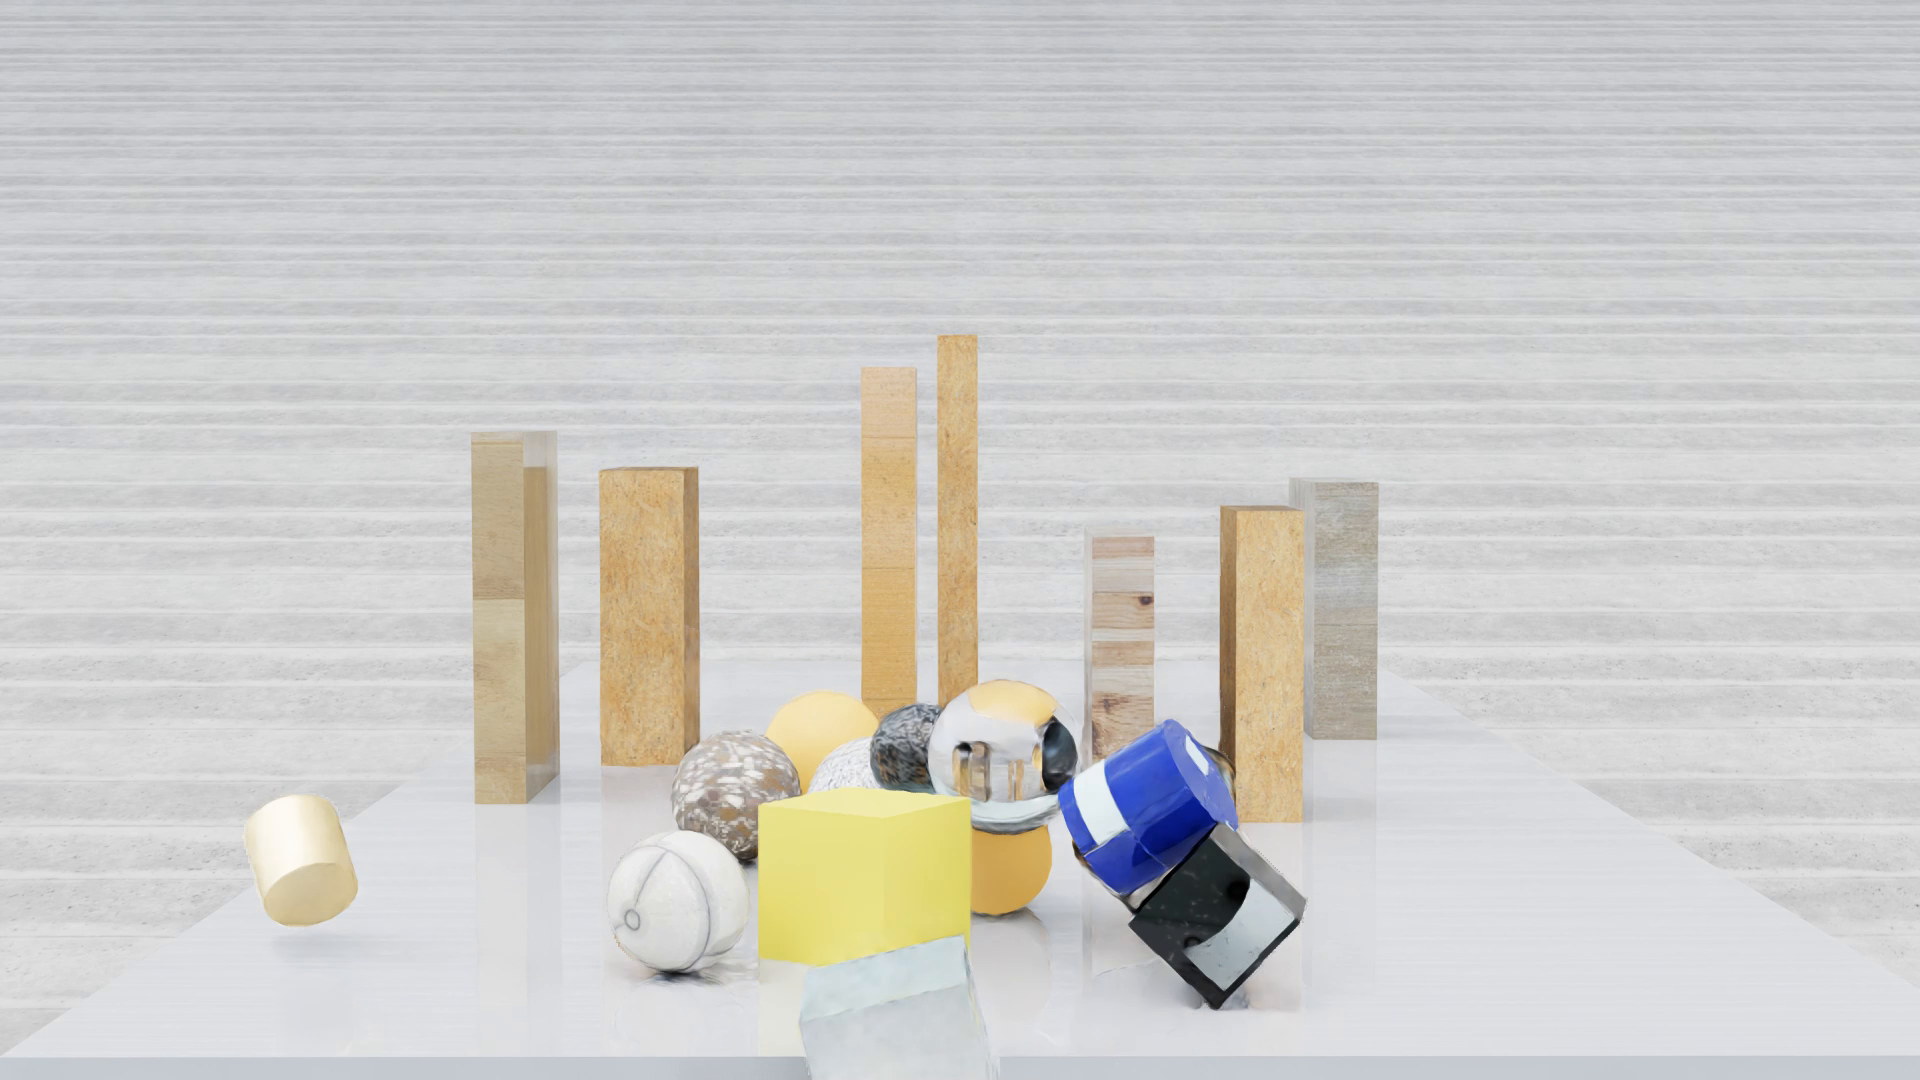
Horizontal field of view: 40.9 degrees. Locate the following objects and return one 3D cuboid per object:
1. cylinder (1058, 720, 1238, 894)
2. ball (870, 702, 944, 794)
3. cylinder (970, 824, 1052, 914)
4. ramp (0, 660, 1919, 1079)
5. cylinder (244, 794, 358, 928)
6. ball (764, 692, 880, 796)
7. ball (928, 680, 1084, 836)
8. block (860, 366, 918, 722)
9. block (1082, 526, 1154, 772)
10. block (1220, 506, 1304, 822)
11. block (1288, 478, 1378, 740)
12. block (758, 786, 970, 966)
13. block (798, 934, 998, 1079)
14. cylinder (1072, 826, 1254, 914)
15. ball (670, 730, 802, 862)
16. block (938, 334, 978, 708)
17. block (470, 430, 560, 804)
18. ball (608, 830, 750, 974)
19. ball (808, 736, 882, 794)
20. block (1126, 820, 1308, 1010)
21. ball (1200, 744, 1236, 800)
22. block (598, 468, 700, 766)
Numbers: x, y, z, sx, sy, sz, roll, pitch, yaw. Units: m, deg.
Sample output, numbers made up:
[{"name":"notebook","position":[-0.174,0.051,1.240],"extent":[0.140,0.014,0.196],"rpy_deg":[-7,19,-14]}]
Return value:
[{"name":"cylinder","position":[0.214,0.303,2.921],"extent":[0.146,0.146,0.146],"rpy_deg":[-34,15,17]},{"name":"ball","position":[-0.051,0.282,3.378],"extent":[0.136,0.136,0.136],"rpy_deg":[0,22,0]},{"name":"cylinder","position":[0.043,0.394,3.293],"extent":[0.148,0.148,0.148],"rpy_deg":[0,1,0]},{"name":"ramp","position":[0.051,0.458,4.533],"extent":[2.000,0.100,4.000],"rpy_deg":[0,3,0]},{"name":"cylinder","position":[-0.778,0.379,3.036],"extent":[0.110,0.110,0.110],"rpy_deg":[-9,45,-22]},{"name":"ball","position":[-0.210,0.335,4.006],"extent":[0.199,0.199,0.199],"rpy_deg":[0,22,0]},{"name":"ball","position":[0.055,0.265,3.141],"extent":[0.190,0.190,0.190],"rpy_deg":[0,22,0]},{"name":"block","position":[-0.137,0.022,5.056],"extent":[0.102,0.718,0.310],"rpy_deg":[0,3,0]},{"name":"block","position":[0.250,0.208,4.085],"extent":[0.094,0.445,0.294],"rpy_deg":[0,3,0]},{"name":"block","position":[0.476,0.190,4.078],"extent":[0.104,0.481,0.249],"rpy_deg":[0,3,0]},{"name":"block","position":[0.743,0.128,5.141],"extent":[0.122,0.497,0.385],"rpy_deg":[0,3,0]},{"name":"block","position":[-0.111,0.395,3.013],"extent":[0.179,0.179,0.179],"rpy_deg":[2,3,33]},{"name":"block","position":[-0.054,0.489,2.442],"extent":[0.158,0.158,0.158],"rpy_deg":[-13,8,1]},{"name":"cylinder","position":[0.243,0.373,3.091],"extent":[0.160,0.160,0.160],"rpy_deg":[-11,25,-25]},{"name":"ball","position":[-0.316,0.361,3.633],"extent":[0.184,0.184,0.184],"rpy_deg":[0,22,0]},{"name":"block","position":[-0.005,-0.026,5.339],"extent":[0.081,0.787,0.356],"rpy_deg":[0,3,0]},{"name":"block","position":[-0.744,0.118,4.322],"extent":[0.083,0.601,0.357],"rpy_deg":[0,3,0]},{"name":"ball","position":[-0.317,0.409,2.910],"extent":[0.161,0.161,0.161],"rpy_deg":[0,22,0]},{"name":"ball","position":[-0.115,0.363,3.520],"extent":[0.191,0.191,0.191],"rpy_deg":[0,22,0]},{"name":"block","position":[0.280,0.403,2.785],"extent":[0.130,0.130,0.130],"rpy_deg":[43,9,6]},{"name":"ball","position":[0.360,0.375,3.938],"extent":[0.124,0.124,0.124],"rpy_deg":[0,22,0]},{"name":"block","position":[-0.568,0.133,4.733],"extent":[0.150,0.529,0.280],"rpy_deg":[0,3,0]}]
